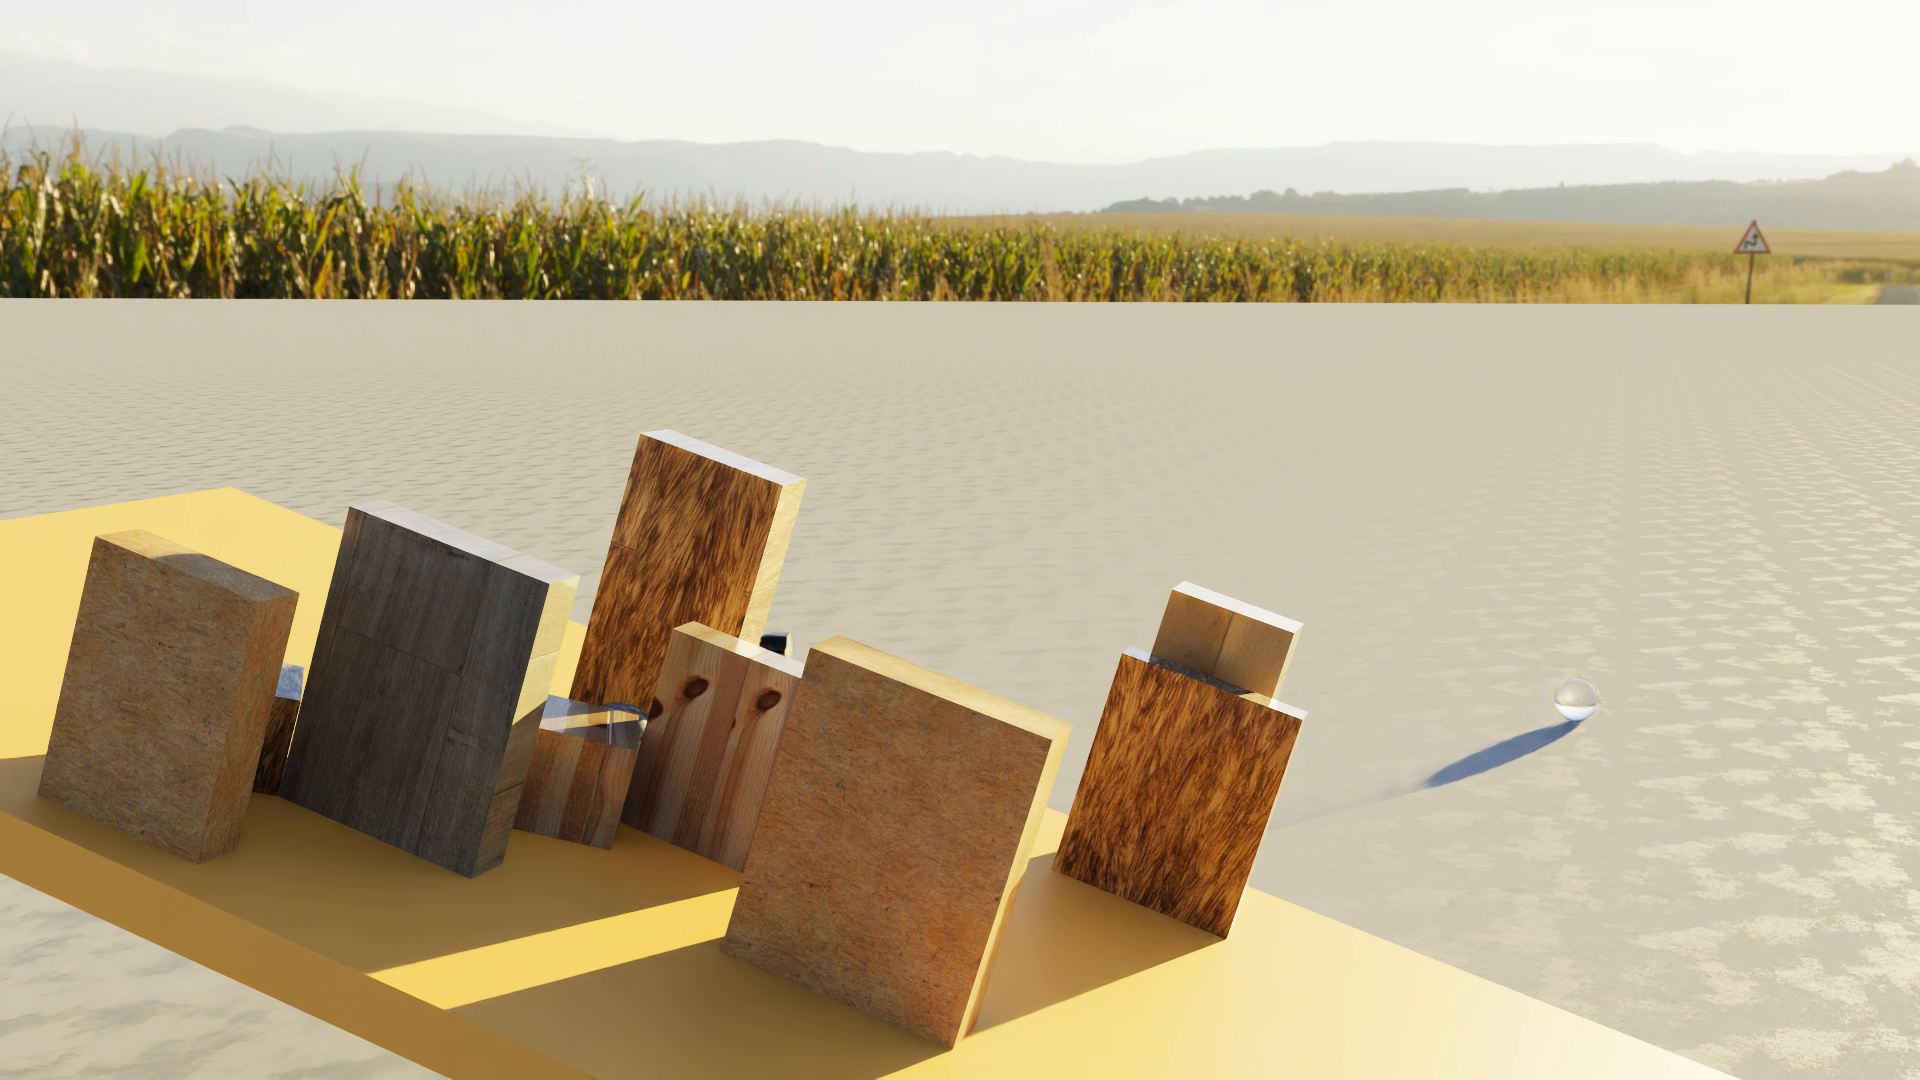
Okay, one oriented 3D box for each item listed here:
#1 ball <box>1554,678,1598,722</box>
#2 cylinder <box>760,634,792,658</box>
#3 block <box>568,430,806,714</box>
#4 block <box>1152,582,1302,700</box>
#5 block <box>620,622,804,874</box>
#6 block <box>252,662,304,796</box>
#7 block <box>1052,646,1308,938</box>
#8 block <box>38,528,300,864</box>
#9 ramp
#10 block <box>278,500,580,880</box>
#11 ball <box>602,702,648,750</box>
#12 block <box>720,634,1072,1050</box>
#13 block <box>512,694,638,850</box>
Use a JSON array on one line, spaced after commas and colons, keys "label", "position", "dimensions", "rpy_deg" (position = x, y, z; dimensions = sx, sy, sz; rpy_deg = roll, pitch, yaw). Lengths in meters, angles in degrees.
[{"label": "ball", "position": [2.558, 0.665, 9.124], "dimensions": [0.178, 0.178, 0.178], "rpy_deg": [0, 7, 0]}, {"label": "cylinder", "position": [-0.886, 0.522, 10.462], "dimensions": [0.144, 0.144, 0.144], "rpy_deg": [1, 7, 7]}, {"label": "block", "position": [-0.578, 0.140, 4.573], "dimensions": [0.326, 0.664, 0.134], "rpy_deg": [20, 12, 14]}, {"label": "block", "position": [0.512, 0.439, 4.824], "dimensions": [0.277, 0.629, 0.132], "rpy_deg": [20, 12, 14]}, {"label": "block", "position": [-0.444, 0.401, 4.201], "dimensions": [0.312, 0.401, 0.095], "rpy_deg": [20, 12, 14]}, {"label": "block", "position": [-1.284, 0.321, 3.915], "dimensions": [0.182, 0.182, 0.182], "rpy_deg": [13, 12, -18]}, {"label": "block", "position": [0.461, 0.532, 4.641], "dimensions": [0.398, 0.500, 0.083], "rpy_deg": [20, 12, 14]}, {"label": "block", "position": [-1.287, 0.251, 3.571], "dimensions": [0.314, 0.452, 0.111], "rpy_deg": [20, 12, 14]}, {"label": "ramp", "position": [-0.361, 0.688, 4.229], "dimensions": [4.000, 0.100, 2.000], "rpy_deg": [20, 12, 14]}, {"label": "block", "position": [-0.927, 0.256, 3.828], "dimensions": [0.396, 0.545, 0.112], "rpy_deg": [20, 12, 14]}, {"label": "ball", "position": [-0.678, 0.413, 4.348], "dimensions": [0.185, 0.185, 0.185], "rpy_deg": [0, 7, 0]}, {"label": "block", "position": [-0.112, 0.510, 3.754], "dimensions": [0.441, 0.567, 0.136], "rpy_deg": [20, 12, 14]}, {"label": "block", "position": [-0.730, 0.433, 4.142], "dimensions": [0.202, 0.202, 0.202], "rpy_deg": [15, 12, -12]}]
